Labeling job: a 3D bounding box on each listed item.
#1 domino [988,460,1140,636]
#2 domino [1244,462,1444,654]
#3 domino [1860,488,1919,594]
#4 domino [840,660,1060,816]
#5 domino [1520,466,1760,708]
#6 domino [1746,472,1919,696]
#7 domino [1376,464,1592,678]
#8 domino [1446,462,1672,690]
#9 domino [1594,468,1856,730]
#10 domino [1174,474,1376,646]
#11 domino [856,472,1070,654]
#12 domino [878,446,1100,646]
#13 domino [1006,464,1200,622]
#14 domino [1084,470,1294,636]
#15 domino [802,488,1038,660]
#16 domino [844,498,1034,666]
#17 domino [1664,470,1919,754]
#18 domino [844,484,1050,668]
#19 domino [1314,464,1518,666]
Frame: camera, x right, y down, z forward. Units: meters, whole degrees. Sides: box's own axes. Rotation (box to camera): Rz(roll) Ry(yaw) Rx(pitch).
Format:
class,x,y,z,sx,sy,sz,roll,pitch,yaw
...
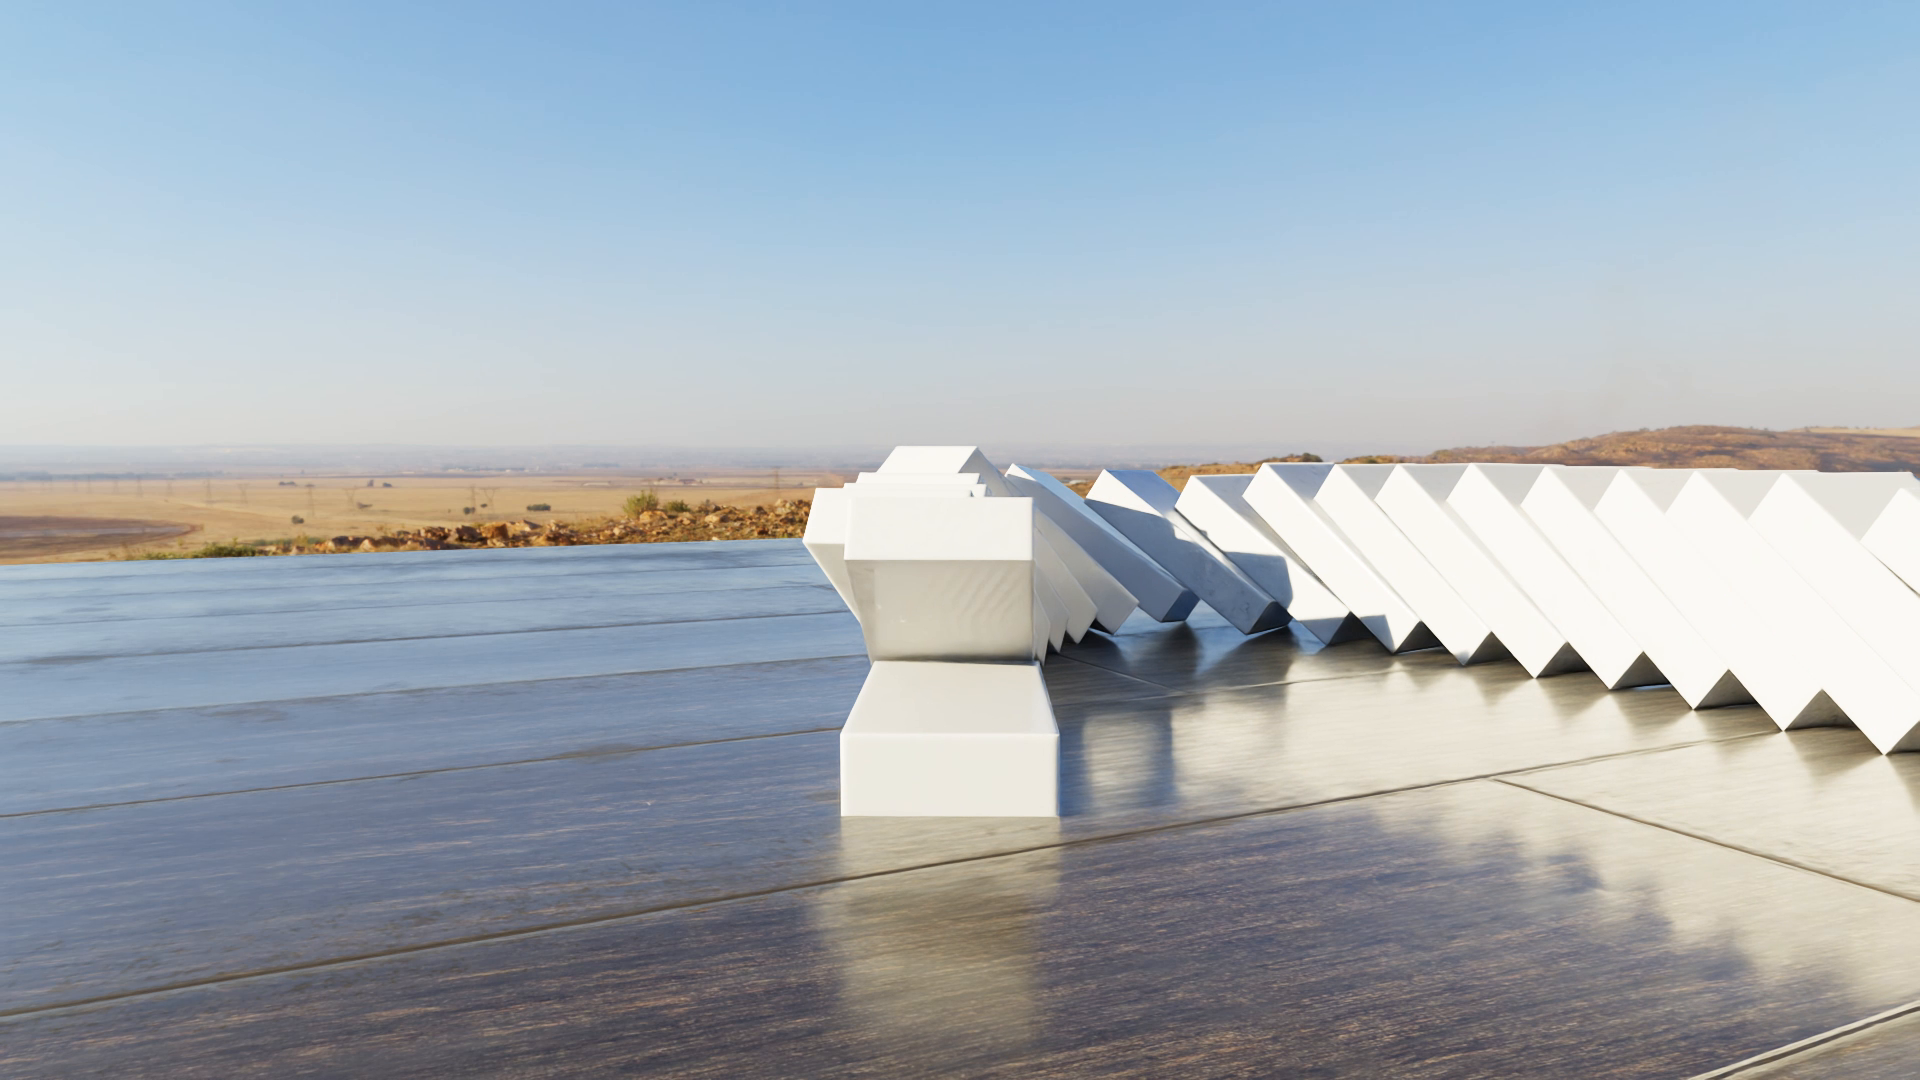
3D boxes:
class,x,y,z,sx,sy,sz,roll,pitch,yaw
domino,0.015,0.000,0.288,0.050,0.009,0.025,42,-8,-13
domino,0.087,0.003,0.278,0.025,0.009,0.050,-3,43,-37
domino,0.144,0.012,0.161,0.025,0.009,0.050,-1,40,-15
domino,-0.001,0.025,0.171,0.025,0.010,0.050,0,4,1
domino,0.124,0.007,0.224,0.025,0.009,0.050,-1,42,-19
domino,0.139,0.010,0.179,0.025,0.009,0.050,-1,42,-16
domino,0.107,0.004,0.252,0.025,0.010,0.050,-2,43,-28
domino,0.117,0.005,0.239,0.025,0.010,0.050,-1,42,-24
domino,0.130,0.008,0.209,0.025,0.010,0.050,-1,42,-16
domino,0.075,0.003,0.291,0.025,0.010,0.050,-4,39,-41
domino,0.001,0.005,0.249,0.025,0.009,0.050,2,-31,28
domino,0.006,0.001,0.270,0.025,0.009,0.050,5,-38,49
domino,0.033,0.001,0.305,0.050,0.010,0.025,38,12,20
domino,0.055,0.002,0.300,0.050,0.009,0.025,42,24,26
domino,-0.005,0.009,0.213,0.025,0.010,0.050,1,-29,17
domino,-0.002,0.011,0.192,0.025,0.009,0.050,0,-29,3
domino,0.134,0.009,0.194,0.025,0.010,0.050,-1,42,-16
domino,-0.002,0.007,0.230,0.025,0.009,0.050,1,-30,19
domino,0.099,0.004,0.265,0.025,0.009,0.050,-2,43,-30
